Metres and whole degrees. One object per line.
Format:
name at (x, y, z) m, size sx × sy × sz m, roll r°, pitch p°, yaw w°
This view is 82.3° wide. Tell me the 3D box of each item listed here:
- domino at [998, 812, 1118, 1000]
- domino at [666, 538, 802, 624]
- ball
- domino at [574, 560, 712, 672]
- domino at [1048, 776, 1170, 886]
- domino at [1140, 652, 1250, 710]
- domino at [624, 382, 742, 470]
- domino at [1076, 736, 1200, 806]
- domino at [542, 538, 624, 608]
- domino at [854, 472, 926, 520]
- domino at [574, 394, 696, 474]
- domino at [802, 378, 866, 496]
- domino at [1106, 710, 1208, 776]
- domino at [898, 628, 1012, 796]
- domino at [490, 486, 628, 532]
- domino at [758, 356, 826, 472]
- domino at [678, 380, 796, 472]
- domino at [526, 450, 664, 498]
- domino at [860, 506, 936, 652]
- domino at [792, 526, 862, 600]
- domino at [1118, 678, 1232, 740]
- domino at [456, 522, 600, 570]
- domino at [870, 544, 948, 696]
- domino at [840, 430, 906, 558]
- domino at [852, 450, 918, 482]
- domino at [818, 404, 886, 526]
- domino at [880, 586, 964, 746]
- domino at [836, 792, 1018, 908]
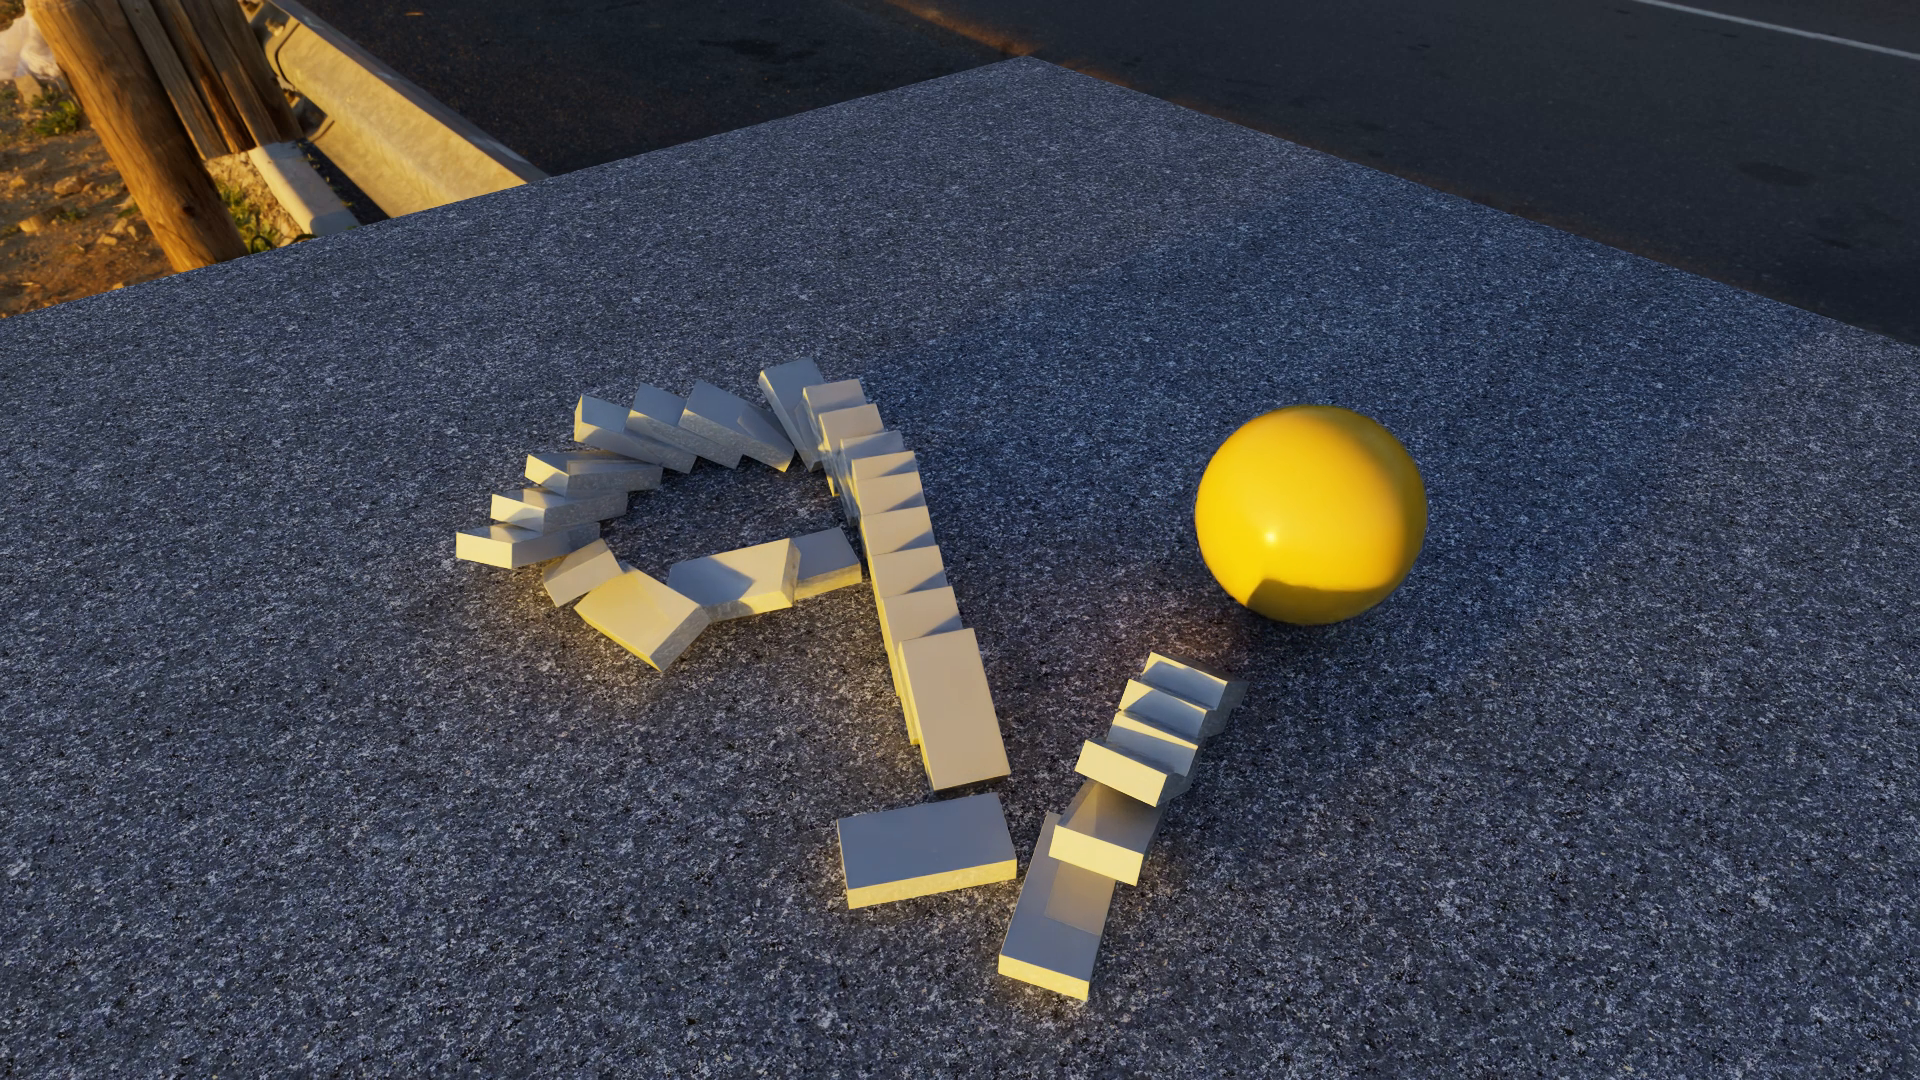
domino at (0.031, 0.104, 0.317) m, size 0.025 × 0.010 × 0.050 m, roll 12°, pitch 41°, yaw 14°
domino at (-0.085, 0.017, 0.408) m, size 0.050 × 0.010 × 0.025 m, roll -12°, pitch 47°, yaw 16°
ball at (0.126, -0.009, 0.399) m, size 0.080 × 0.080 × 0.080 m, roll 0°, pitch 39°, yaw 0°
domino at (-0.116, 0.027, 0.399) m, size 0.050 × 0.010 × 0.025 m, roll 22°, pitch 61°, yaw 38°
domino at (0.046, 0.083, 0.324) m, size 0.025 × 0.009 × 0.050 m, roll 15°, pitch 13°, yaw 17°
domino at (0.078, 0.046, 0.362) m, size 0.025 × 0.010 × 0.050 m, roll 21°, pitch 1°, yaw 23°
domino at (-0.120, -0.051, 0.486) m, size 0.050 × 0.009 × 0.025 m, roll 21°, pitch 32°, yaw -19°
domino at (0.055, 0.069, 0.335) m, size 0.025 × 0.010 × 0.050 m, roll 21°, pitch 1°, yaw 23°
domino at (-0.140, 0.011, 0.407) m, size 0.025 × 0.009 × 0.050 m, roll -29°, pitch 15°, yaw -16°
domino at (-0.023, 0.000, 0.421) m, size 0.025 × 0.010 × 0.050 m, roll -9°, pitch 72°, yaw -11°
domino at (-0.141, -0.046, 0.480) m, size 0.050 × 0.009 × 0.025 m, roll 17°, pitch 28°, yaw -28°
domino at (-0.050, -0.045, 0.480) m, size 0.025 × 0.010 × 0.050 m, roll -13°, pitch 69°, yaw -19°
domino at (0.063, 0.061, 0.343) m, size 0.025 × 0.009 × 0.050 m, roll 20°, pitch 1°, yaw 17°
domino at (-0.002, 0.055, 0.359) m, size 0.025 × 0.010 × 0.050 m, roll -10°, pitch 67°, yaw -12°
domino at (-0.160, -0.014, 0.443) m, size 0.025 × 0.010 × 0.050 m, roll 14°, pitch 14°, yaw 18°
domino at (-0.067, -0.057, 0.493) m, size 0.025 × 0.009 × 0.050 m, roll -23°, pitch 74°, yaw -31°
domino at (-0.097, -0.051, 0.488) m, size 0.050 × 0.009 × 0.025 m, roll 24°, pitch 36°, yaw -16°
domino at (-0.153, -0.029, 0.461) m, size 0.025 × 0.009 × 0.050 m, roll 24°, pitch 18°, yaw 27°
domino at (-0.020, 0.014, 0.407) m, size 0.025 × 0.010 × 0.050 m, roll -9°, pitch 72°, yaw -11°
domino at (-0.066, 0.012, 0.429) m, size 0.050 × 0.010 × 0.025 m, roll -15°, pitch 42°, yaw -18°
domino at (0.070, 0.054, 0.353) m, size 0.025 × 0.009 × 0.050 m, roll 21°, pitch 1°, yaw 23°
domino at (-0.166, 0.000, 0.425) m, size 0.025 × 0.009 × 0.050 m, roll 10°, pitch 13°, yaw 18°
domino at (-0.015, 0.028, 0.391) m, size 0.025 × 0.009 × 0.050 m, roll -9°, pitch 69°, yaw -11°
domino at (-0.032, -0.019, 0.449) m, size 0.025 × 0.010 × 0.050 m, roll -10°, pitch 68°, yaw -12°
domino at (-0.026, -0.009, 0.434) m, size 0.025 × 0.010 × 0.050 m, roll -10°, pitch 72°, yaw -12°
domino at (-0.041, -0.032, 0.465) m, size 0.025 × 0.010 × 0.050 m, roll -13°, pitch 69°, yaw -16°
domino at (-0.009, 0.042, 0.375) m, size 0.025 × 0.010 × 0.050 m, roll -10°, pitch 68°, yaw -12°
domino at (-0.010, 0.093, 0.330) m, size 0.050 × 0.010 × 0.025 m, roll -8°, pitch 40°, yaw -9°
